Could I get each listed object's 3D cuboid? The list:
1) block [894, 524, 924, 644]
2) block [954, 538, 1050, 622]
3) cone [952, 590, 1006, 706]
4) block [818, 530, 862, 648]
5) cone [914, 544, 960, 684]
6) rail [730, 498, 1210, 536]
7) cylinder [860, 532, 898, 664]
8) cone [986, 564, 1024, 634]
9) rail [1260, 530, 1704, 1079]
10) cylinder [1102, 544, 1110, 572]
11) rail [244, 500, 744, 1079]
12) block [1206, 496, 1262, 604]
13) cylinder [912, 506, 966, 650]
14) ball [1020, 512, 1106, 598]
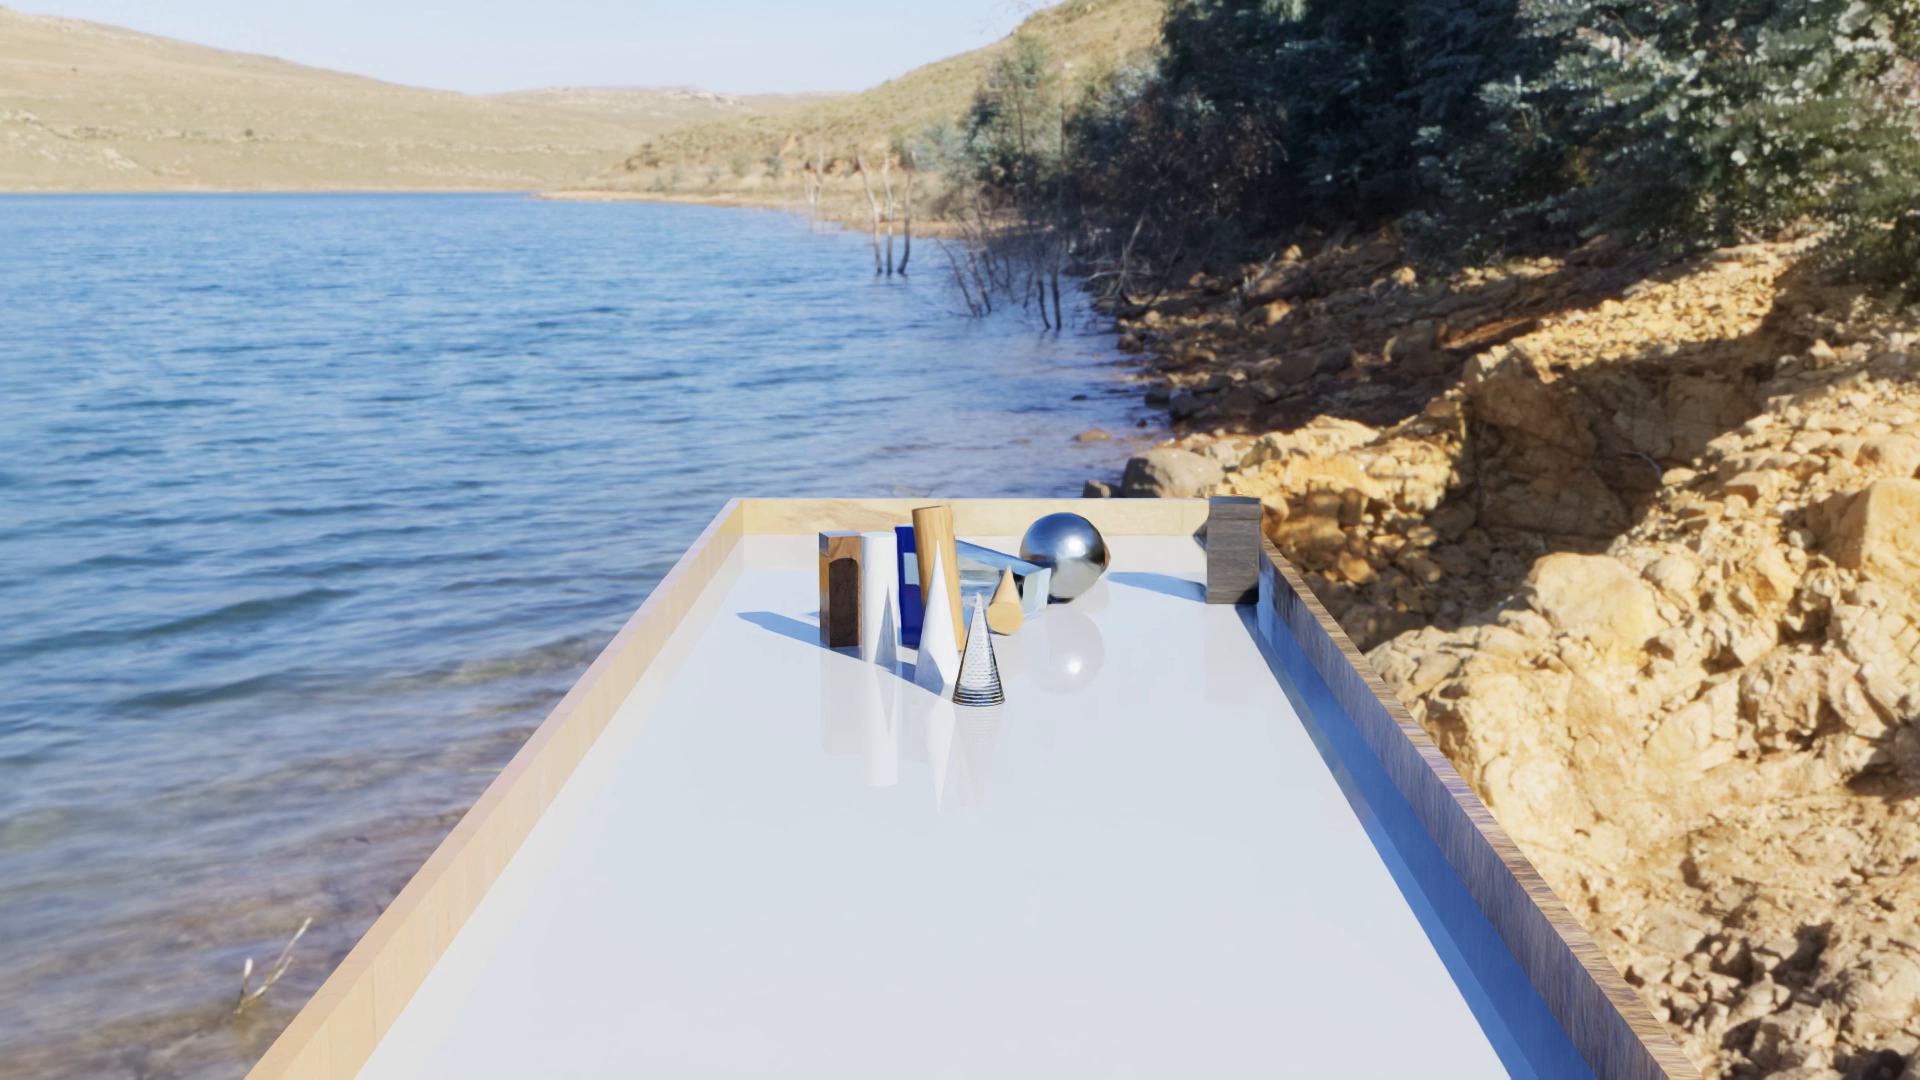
[{"bbox_3d":[-0.116,0.137,6.933,0.112,0.373,0.112,2,8,38],"label":"block"},{"bbox_3d":[0.066,0.130,7.426,0.448,0.165,0.165,16,19,31],"label":"block"},{"bbox_3d":[0.052,0.292,6.145,0.152,0.320,0.152,0,9,0],"label":"cone"},{"bbox_3d":[-0.371,0.153,6.928,0.117,0.350,0.117,-3,10,-19],"label":"block"},{"bbox_3d":[-0.064,0.202,6.416,0.143,0.413,0.143,0,9,0],"label":"cone"},{"bbox_3d":[0.099,-0.098,9.147,2.100,0.150,0.050,0,9,1],"label":"rail"},{"bbox_3d":[-0.246,0.174,6.682,0.110,0.385,0.110,0,9,0],"label":"cylinder"},{"bbox_3d":[0.153,0.162,7.154,0.127,0.127,0.302,1,35,4],"label":"cone"},{"bbox_3d":[1.046,0.843,3.208,0.050,0.150,12.000,0,9,1],"label":"rail"},{"bbox_3d":[0.408,0.084,8.009,0.148,0.148,0.333,5,10,29],"label":"cylinder"},{"bbox_3d":[-1.004,0.839,3.234,0.050,0.150,12.000,0,9,1],"label":"rail"},{"bbox_3d":[0.956,0.035,7.666,0.177,0.351,0.177,1,9,9],"label":"block"},{"bbox_3d":[-0.064,0.120,6.792,0.123,0.444,0.123,-6,3,0],"label":"cylinder"},{"bbox_3d":[0.354,0.052,7.598,0.299,0.299,0.299,0,9,0],"label":"ball"}]
